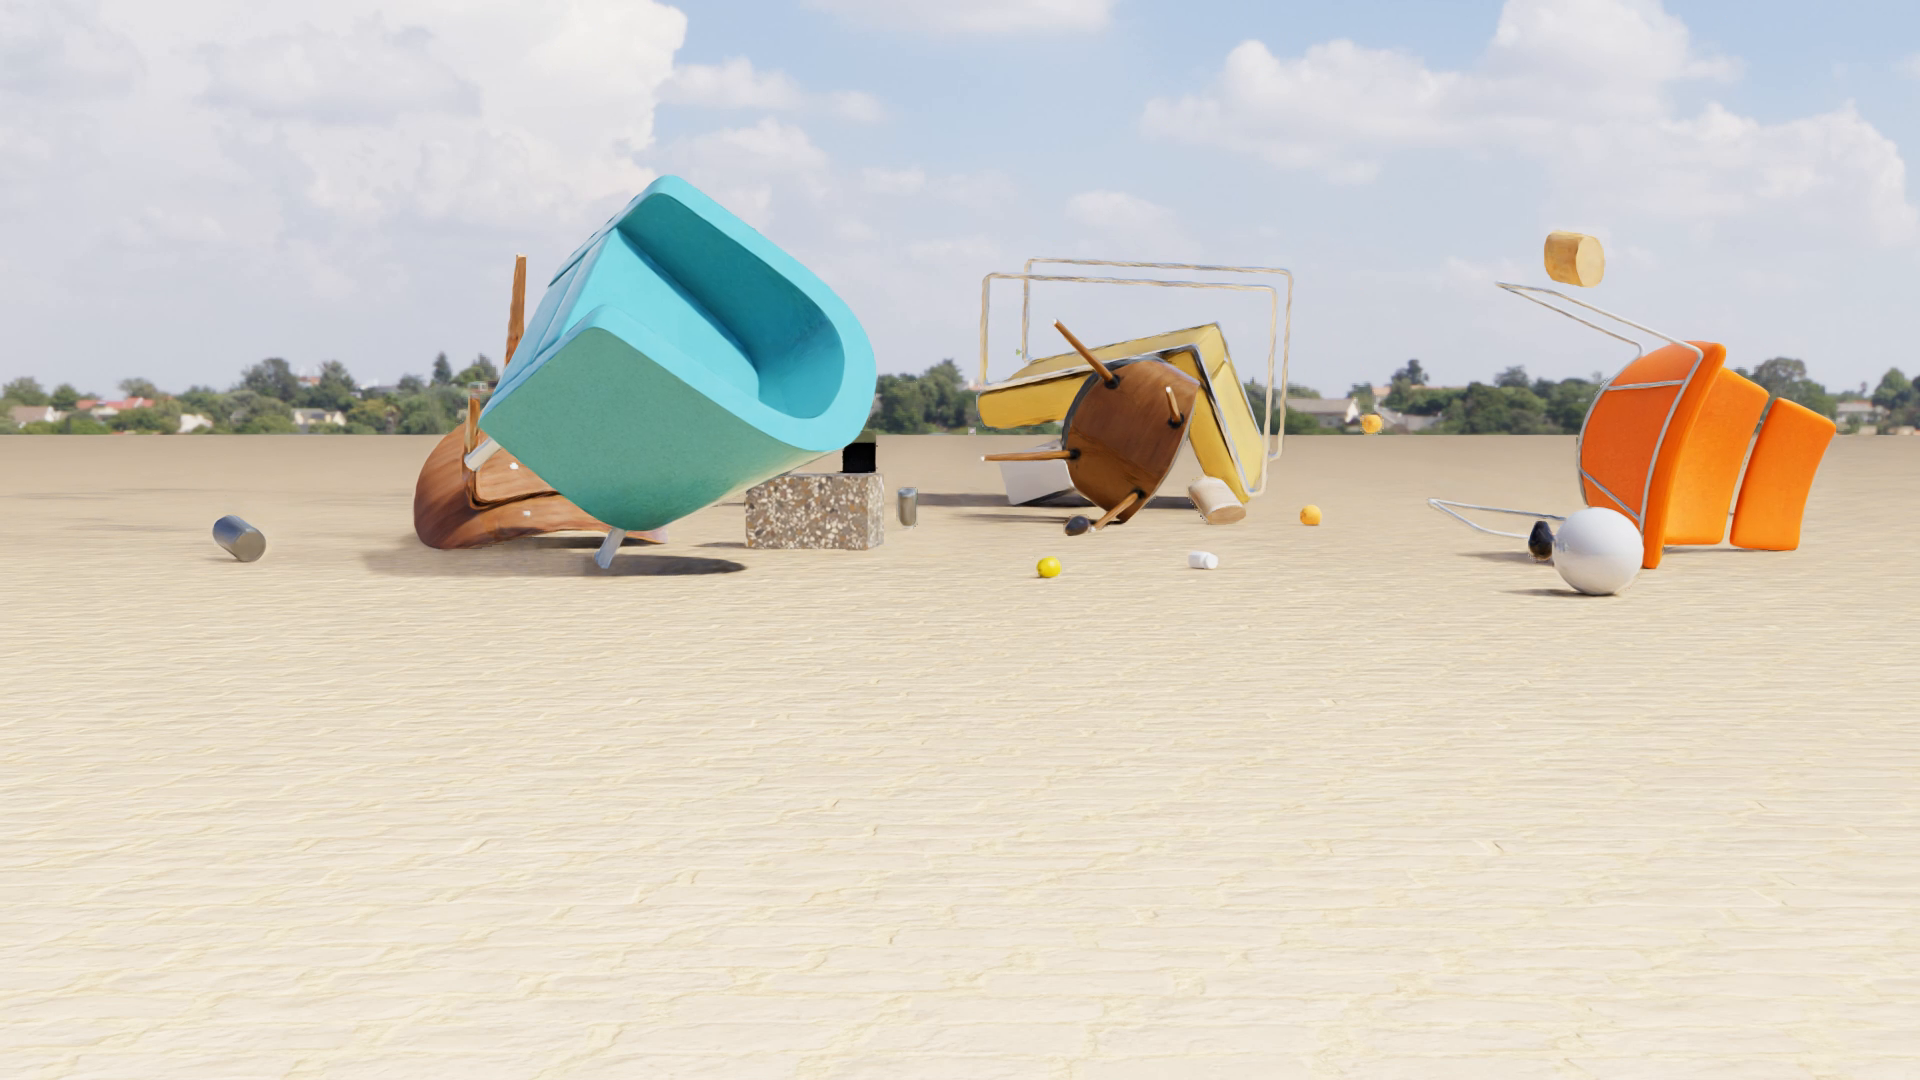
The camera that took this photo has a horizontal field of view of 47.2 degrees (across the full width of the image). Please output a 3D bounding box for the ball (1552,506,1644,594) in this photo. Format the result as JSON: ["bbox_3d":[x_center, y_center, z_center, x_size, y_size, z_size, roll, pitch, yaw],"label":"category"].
[{"bbox_3d":[1.390,0.024,4.798,0.192,0.192,0.192,0,4,0],"label":"ball"}]

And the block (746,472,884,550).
[{"bbox_3d":[-0.412,-0.083,6.260,0.352,0.205,0.209,1,4,10],"label":"block"}]

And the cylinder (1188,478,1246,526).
[{"bbox_3d":[0.849,-0.128,7.271,0.142,0.081,0.163,-6,38,-21],"label":"cylinder"}]

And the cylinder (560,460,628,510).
[{"bbox_3d":[-1.376,-0.209,8.270,0.244,0.180,0.305,-1,4,-18],"label":"cylinder"}]

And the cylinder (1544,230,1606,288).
[{"bbox_3d":[1.497,-0.685,5.358,0.099,0.137,0.102,-38,32,-21],"label":"cylinder"}]

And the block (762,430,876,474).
[{"bbox_3d":[-0.543,-0.274,8.446,0.339,0.286,0.281,4,5,44],"label":"block"}]

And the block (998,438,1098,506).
[{"bbox_3d":[0.340,-0.263,8.487,0.265,0.188,0.262,-17,-4,26],"label":"block"}]
